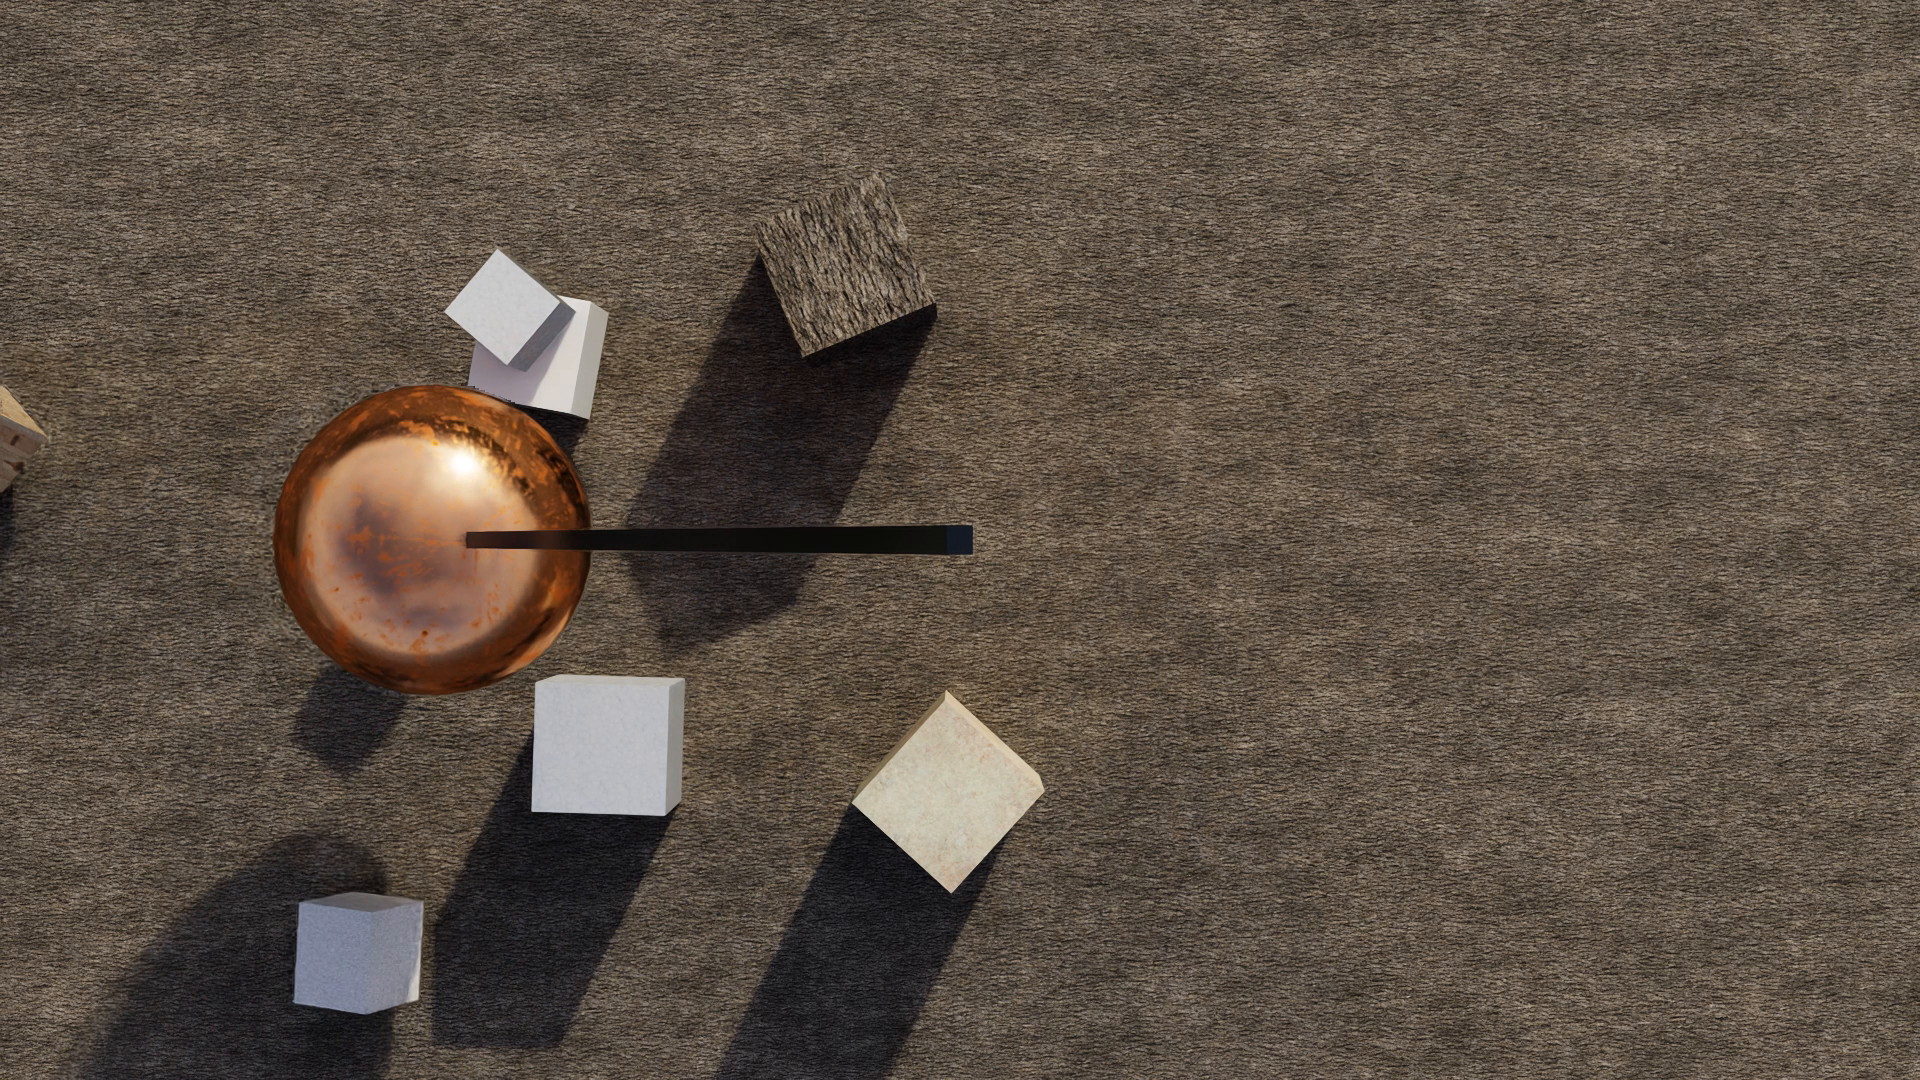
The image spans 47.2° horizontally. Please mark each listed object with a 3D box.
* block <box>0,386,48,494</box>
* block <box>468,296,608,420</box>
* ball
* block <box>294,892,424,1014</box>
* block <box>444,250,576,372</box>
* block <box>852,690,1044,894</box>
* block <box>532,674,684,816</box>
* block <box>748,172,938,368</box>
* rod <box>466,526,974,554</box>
[{"bbox_3d":[-5.729,-0.625,12.637,0.577,0.497,0.534,39,90,32],"label":"block"},{"bbox_3d":[-2.428,-1.080,12.684,0.598,0.632,0.639,10,90,0],"label":"block"},{"bbox_3d":[-2.697,0.000,11.309,1.600,1.600,1.600,0,90,0],"label":"ball"},{"bbox_3d":[-3.464,2.372,12.680,0.499,0.490,0.576,3,90,22],"label":"block"},{"bbox_3d":[-2.468,-1.256,12.113,0.444,0.510,0.445,40,90,0],"label":"block"},{"bbox_3d":[-0.066,1.421,12.579,0.746,0.842,0.766,42,90,0],"label":"block"},{"bbox_3d":[-2.011,1.168,12.647,0.748,0.707,0.724,2,90,0],"label":"block"},{"bbox_3d":[-0.652,-1.526,12.586,0.799,0.829,0.785,-22,90,0],"label":"block"},{"bbox_3d":[-1.169,0.000,8.272,0.080,5.200,0.080,0,90,-27],"label":"rod"}]
